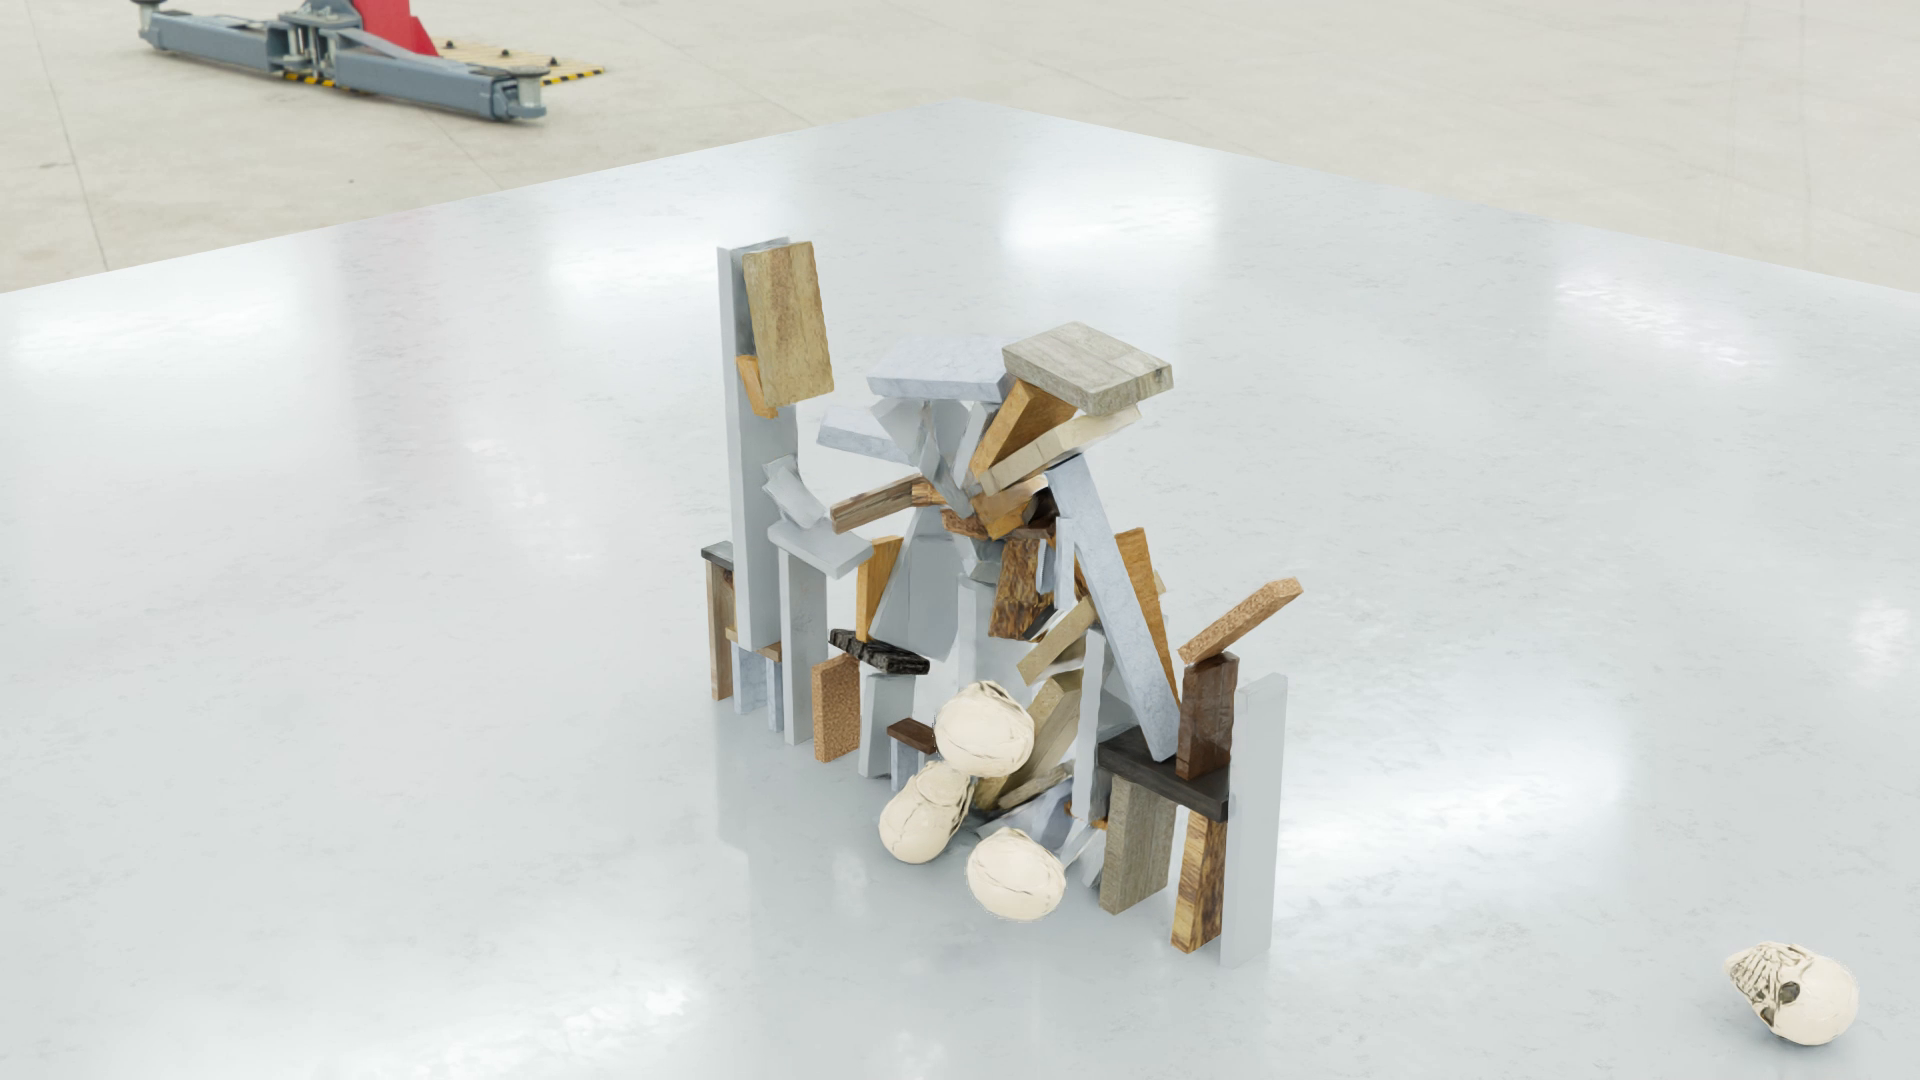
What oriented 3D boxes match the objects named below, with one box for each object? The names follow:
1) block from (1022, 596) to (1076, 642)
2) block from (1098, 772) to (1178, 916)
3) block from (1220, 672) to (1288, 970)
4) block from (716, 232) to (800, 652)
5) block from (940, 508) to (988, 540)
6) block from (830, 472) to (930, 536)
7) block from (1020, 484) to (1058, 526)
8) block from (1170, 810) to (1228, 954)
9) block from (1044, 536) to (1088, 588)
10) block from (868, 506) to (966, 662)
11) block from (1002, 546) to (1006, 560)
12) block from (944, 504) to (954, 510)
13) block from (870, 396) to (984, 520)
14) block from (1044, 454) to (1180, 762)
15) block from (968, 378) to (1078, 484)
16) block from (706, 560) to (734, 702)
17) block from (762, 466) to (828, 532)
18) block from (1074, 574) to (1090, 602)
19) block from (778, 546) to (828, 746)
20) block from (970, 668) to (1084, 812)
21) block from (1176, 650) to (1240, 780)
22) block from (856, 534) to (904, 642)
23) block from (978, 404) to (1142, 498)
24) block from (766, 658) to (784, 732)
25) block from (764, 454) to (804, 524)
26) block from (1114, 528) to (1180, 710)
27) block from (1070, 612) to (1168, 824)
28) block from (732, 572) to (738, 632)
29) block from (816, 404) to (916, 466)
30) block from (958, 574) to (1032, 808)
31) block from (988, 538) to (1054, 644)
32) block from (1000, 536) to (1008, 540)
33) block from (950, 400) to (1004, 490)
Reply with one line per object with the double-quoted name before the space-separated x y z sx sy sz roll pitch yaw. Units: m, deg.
"block" 0.175 0.134 4.128 0.019 0.134 0.067 48 40 10
"block" 0.337 0.544 4.099 0.147 0.294 0.042 -21 36 -40
"block" 0.518 0.500 3.879 0.107 0.550 0.030 -20 30 -39
"block" -0.410 -0.194 4.579 0.154 0.879 0.044 -21 30 -41
"block" 0.009 -0.031 4.348 0.095 0.013 0.047 16 42 -26
"block" -0.146 -0.085 4.567 0.270 0.063 0.018 -21 36 -24
"block" 0.157 -0.072 3.957 0.074 0.021 0.148 -29 -9 -14
"block" 0.461 0.593 3.983 0.147 0.294 0.042 -21 37 -41
"block" 0.227 0.027 4.035 0.072 0.143 0.020 -40 0 -32
"block" -0.051 0.070 4.576 0.167 0.335 0.047 20 4 -18
"block" 0.184 0.016 4.255 0.109 0.031 0.219 22 -25 -24
"block" 0.016 -0.087 4.371 0.095 0.047 0.013 -50 33 -3
"block" -0.024 -0.184 4.186 0.143 0.324 0.041 -36 41 6
"block" 0.282 0.123 3.901 0.074 0.571 0.021 -28 14 -27
"block" 0.131 -0.216 3.956 0.153 0.305 0.043 -22 71 -27
"block" -0.523 0.191 4.874 0.020 0.341 0.070 21 31 41
"block" -0.338 -0.083 4.513 0.064 0.128 0.018 -46 2 -26
"block" 0.229 0.050 4.070 0.067 0.134 0.019 -24 7 -30
"block" -0.330 0.215 4.673 0.030 0.454 0.104 21 31 41
"block" 0.161 0.388 4.308 0.165 0.329 0.047 -9 48 -50
"block" 0.437 0.311 3.886 0.107 0.214 0.030 -18 31 -36
"block" -0.168 0.101 4.603 0.030 0.209 0.104 17 22 41
"block" 0.168 -0.160 3.828 0.153 0.043 0.424 -24 -2 -19
"block" -0.377 0.323 4.775 0.025 0.175 0.088 21 31 41
"block" -0.355 -0.106 4.553 0.064 0.128 0.018 -25 12 -25
"block" 0.339 0.181 3.975 0.072 0.402 0.020 -16 7 -34
"block" 0.297 0.327 4.094 0.165 0.385 0.047 -16 30 -39
"block" -0.458 0.125 4.774 0.070 0.140 0.020 -21 31 -40
"block" -0.131 -0.202 4.479 0.308 0.044 0.154 13 19 -2
"block" 0.072 0.295 4.429 0.047 0.465 0.167 3 6 42
"block" 0.129 0.087 4.203 0.109 0.252 0.031 9 38 -3
"block" 0.152 -0.017 4.320 0.093 0.026 0.185 16 -13 -26
"block" 0.076 -0.200 4.055 0.143 0.286 0.041 -22 69 -20
